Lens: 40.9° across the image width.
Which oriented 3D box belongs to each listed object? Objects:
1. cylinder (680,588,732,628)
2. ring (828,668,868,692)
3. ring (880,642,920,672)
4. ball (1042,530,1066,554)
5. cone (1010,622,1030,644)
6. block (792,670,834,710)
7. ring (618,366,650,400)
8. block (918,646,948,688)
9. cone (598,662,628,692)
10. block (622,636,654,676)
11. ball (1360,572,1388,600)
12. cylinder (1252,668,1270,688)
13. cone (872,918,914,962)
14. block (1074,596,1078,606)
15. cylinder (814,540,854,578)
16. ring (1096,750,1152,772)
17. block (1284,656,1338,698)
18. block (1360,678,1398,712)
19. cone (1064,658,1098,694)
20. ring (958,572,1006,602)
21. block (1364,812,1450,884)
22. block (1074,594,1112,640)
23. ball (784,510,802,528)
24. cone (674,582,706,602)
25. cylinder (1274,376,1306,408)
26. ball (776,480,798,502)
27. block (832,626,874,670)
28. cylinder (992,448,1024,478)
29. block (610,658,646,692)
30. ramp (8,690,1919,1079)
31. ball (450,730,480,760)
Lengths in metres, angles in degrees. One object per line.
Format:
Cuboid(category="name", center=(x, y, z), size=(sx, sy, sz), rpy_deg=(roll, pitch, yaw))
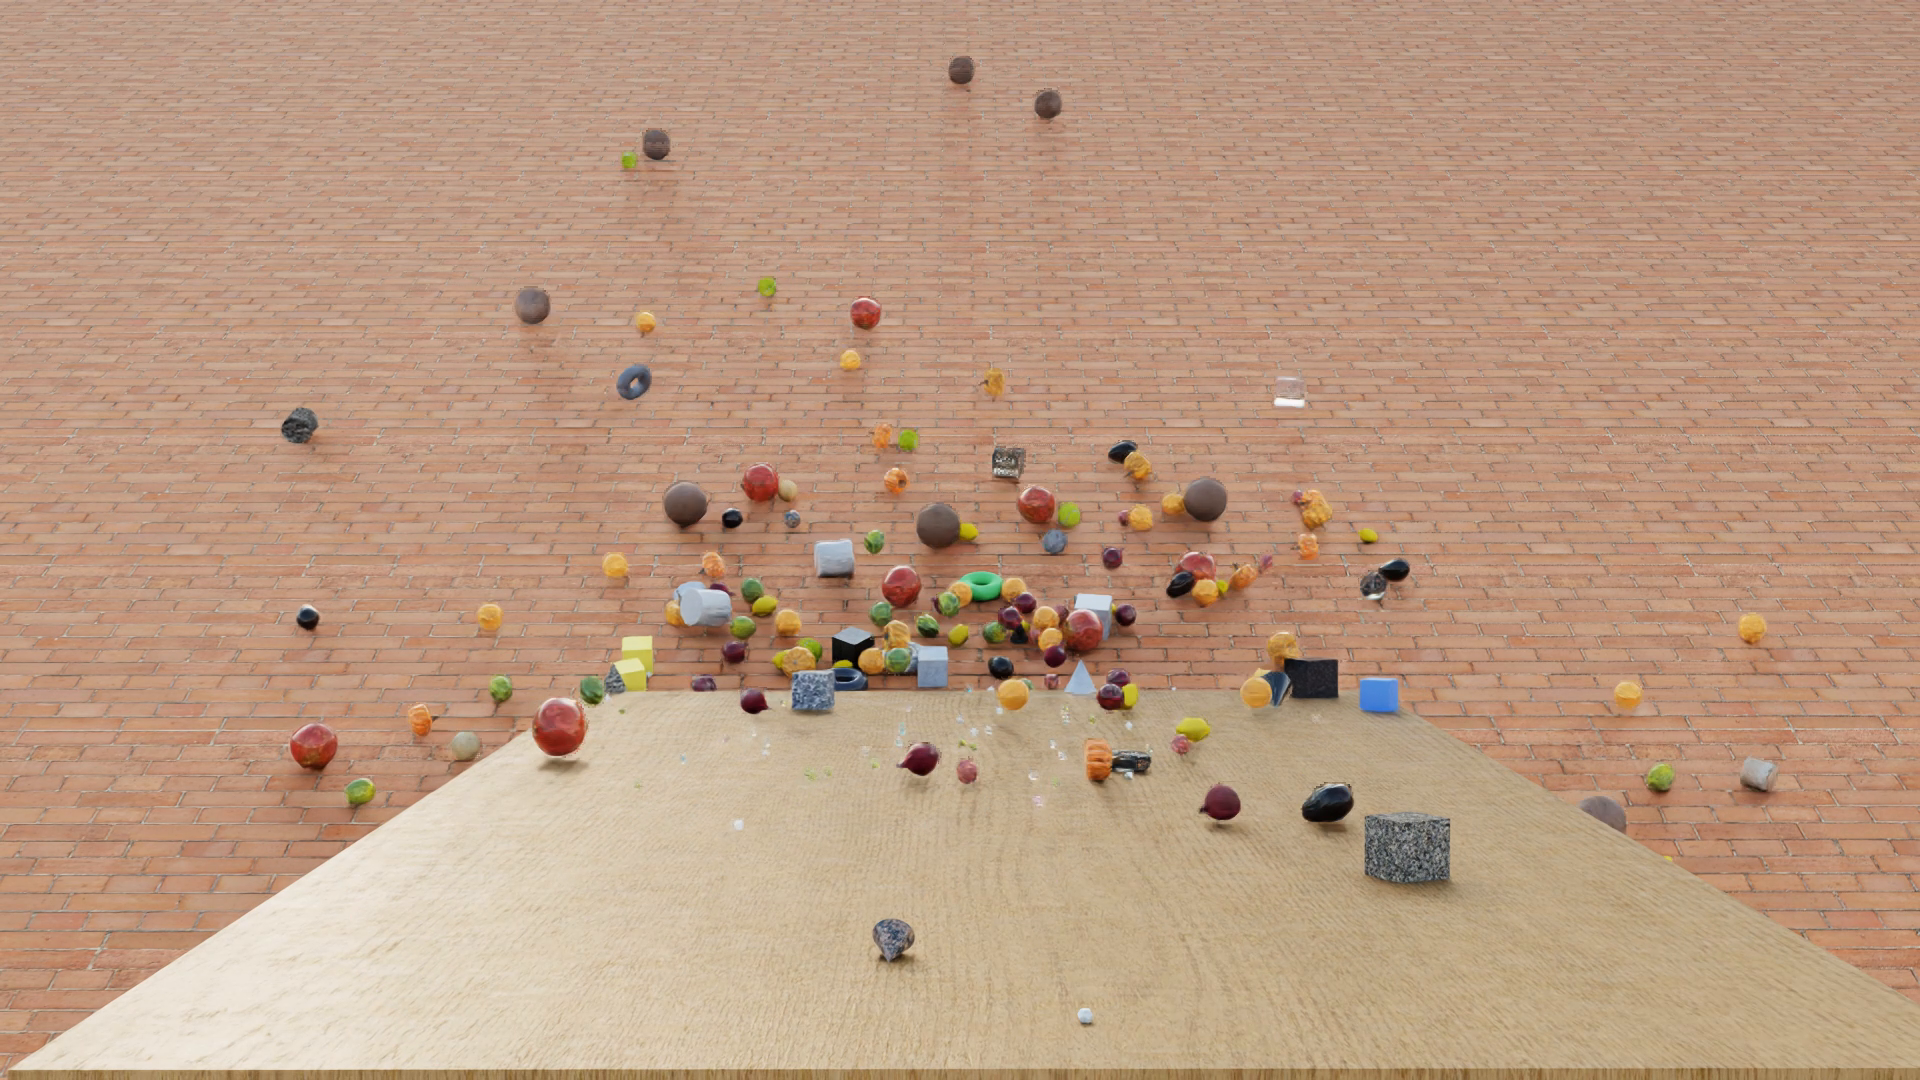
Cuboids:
Cuboid(category="cylinder", center=(-0.696, 0.186, 7.052), size=(0.100, 0.100, 0.100), rpy_deg=(6, 15, -43))
Cuboid(category="ring", center=(-0.307, 0.374, 6.737), size=(0.136, 0.045, 0.136), rpy_deg=(0, 23, 0))
Cuboid(category="ring", center=(-0.149, 0.313, 6.875), size=(0.131, 0.044, 0.131), rpy_deg=(-1, 25, 1))
Cuboid(category="ball", center=(0.275, 0.005, 7.524), size=(0.071, 0.071, 0.071), rpy_deg=(0, 24, 0))
Cuboid(category="cone", center=(0.162, 0.246, 6.999), size=(0.057, 0.057, 0.057), rpy_deg=(-1, 18, 0))
Cuboid(category="block", center=(-0.348, 0.357, 6.133), size=(0.083, 0.083, 0.083), rpy_deg=(0, 2, 9))
Cuboid(category="ring", center=(-1.094, -0.529, 8.641), size=(0.125, 0.125, 0.042), rpy_deg=(-19, 43, -35))
Cuboid(category="block", center=(-0.072, 0.334, 6.784), size=(0.079, 0.079, 0.079), rpy_deg=(-1, 24, -1))
Cuboid(category="cone", center=(-0.882, 0.347, 6.554), size=(0.073, 0.073, 0.073), rpy_deg=(0, 0, 0))
Cuboid(category="block", center=(-0.856, 0.309, 6.843), size=(0.077, 0.077, 0.077), rpy_deg=(-2, 24, -6))
Cuboid(category="ball", center=(1.163, 0.130, 7.240), size=(0.077, 0.077, 0.077), rpy_deg=(0, 24, 0))
Cuboid(category="cylinder", center=(0.788, 0.361, 6.643), size=(0.050, 0.050, 0.050), rpy_deg=(11, 26, 28))
Cuboid(category="cone", center=(-0.083, 0.492, 3.100), size=(0.052, 0.052, 0.052), rpy_deg=(2, 29, 5))
Cuboid(category="block", center=(0.347, 0.191, 7.125), size=(0.059, 0.059, 0.059), rpy_deg=(-1, 24, -3))
Cuboid(category="cylinder", center=(-0.360, 0.054, 7.381), size=(0.099, 0.099, 0.099), rpy_deg=(-5, 25, -11))
Cuboid(category="ring", center=(0.314, 0.422, 4.931), size=(0.105, 0.035, 0.105), rpy_deg=(1, 1, 0))
Cuboid(category="block", center=(0.871, 0.342, 6.393), size=(0.093, 0.093, 0.093), rpy_deg=(-1, 2, -31))
Cuboid(category="block", center=(0.988, 0.364, 6.073), size=(0.071, 0.071, 0.071), rpy_deg=(1, 2, 27))
Cuboid(category="cone", center=(0.306, 0.342, 6.524), size=(0.084, 0.084, 0.084), rpy_deg=(0, 2, 0))
Cuboid(category="ring", center=(0.060, 0.131, 7.276), size=(0.136, 0.045, 0.136), rpy_deg=(-1, 25, 0))
Cuboid(category="block", center=(0.641, 0.440, 3.695), size=(0.086, 0.086, 0.086), rpy_deg=(-1, 2, -29))
Cuboid(category="block", center=(0.364, 0.211, 7.041), size=(0.092, 0.092, 0.092), rpy_deg=(4, 25, 9))
Cuboid(category="ball", center=(-0.500, -0.062, 7.696), size=(0.052, 0.052, 0.052), rpy_deg=(0, 24, 0))
Cuboid(category="cone", center=(-0.741, 0.181, 7.168), size=(0.094, 0.094, 0.094), rpy_deg=(-9, 52, -18))
Cuboid(category="cylinder", center=(1.101, -0.492, 8.593), size=(0.093, 0.093, 0.093), rpy_deg=(12, 26, 6))
Cuboid(category="ball", center=(-0.528, -0.151, 7.876), size=(0.065, 0.065, 0.065), rpy_deg=(0, 24, 0))
Cuboid(category="block", center=(-0.285, 0.291, 6.877), size=(0.081, 0.081, 0.081), rpy_deg=(18, 30, 35))
Cuboid(category="cylinder", center=(0.150, -0.242, 8.055), size=(0.083, 0.083, 0.083), rpy_deg=(7, 25, 13))
Cuboid(category="block", center=(-0.866, 0.362, 6.730), size=(0.073, 0.073, 0.073), rpy_deg=(-10, 26, -20))
Cuboid(category="ramp", center=(0.056, 0.503, 4.548), size=(2.000, 0.100, 4.000), rpy_deg=(0, 2, 0))
Cuboid(category="ball", center=(-1.228, 0.511, 6.398), size=(0.073, 0.073, 0.073), rpy_deg=(0, 24, 0))
